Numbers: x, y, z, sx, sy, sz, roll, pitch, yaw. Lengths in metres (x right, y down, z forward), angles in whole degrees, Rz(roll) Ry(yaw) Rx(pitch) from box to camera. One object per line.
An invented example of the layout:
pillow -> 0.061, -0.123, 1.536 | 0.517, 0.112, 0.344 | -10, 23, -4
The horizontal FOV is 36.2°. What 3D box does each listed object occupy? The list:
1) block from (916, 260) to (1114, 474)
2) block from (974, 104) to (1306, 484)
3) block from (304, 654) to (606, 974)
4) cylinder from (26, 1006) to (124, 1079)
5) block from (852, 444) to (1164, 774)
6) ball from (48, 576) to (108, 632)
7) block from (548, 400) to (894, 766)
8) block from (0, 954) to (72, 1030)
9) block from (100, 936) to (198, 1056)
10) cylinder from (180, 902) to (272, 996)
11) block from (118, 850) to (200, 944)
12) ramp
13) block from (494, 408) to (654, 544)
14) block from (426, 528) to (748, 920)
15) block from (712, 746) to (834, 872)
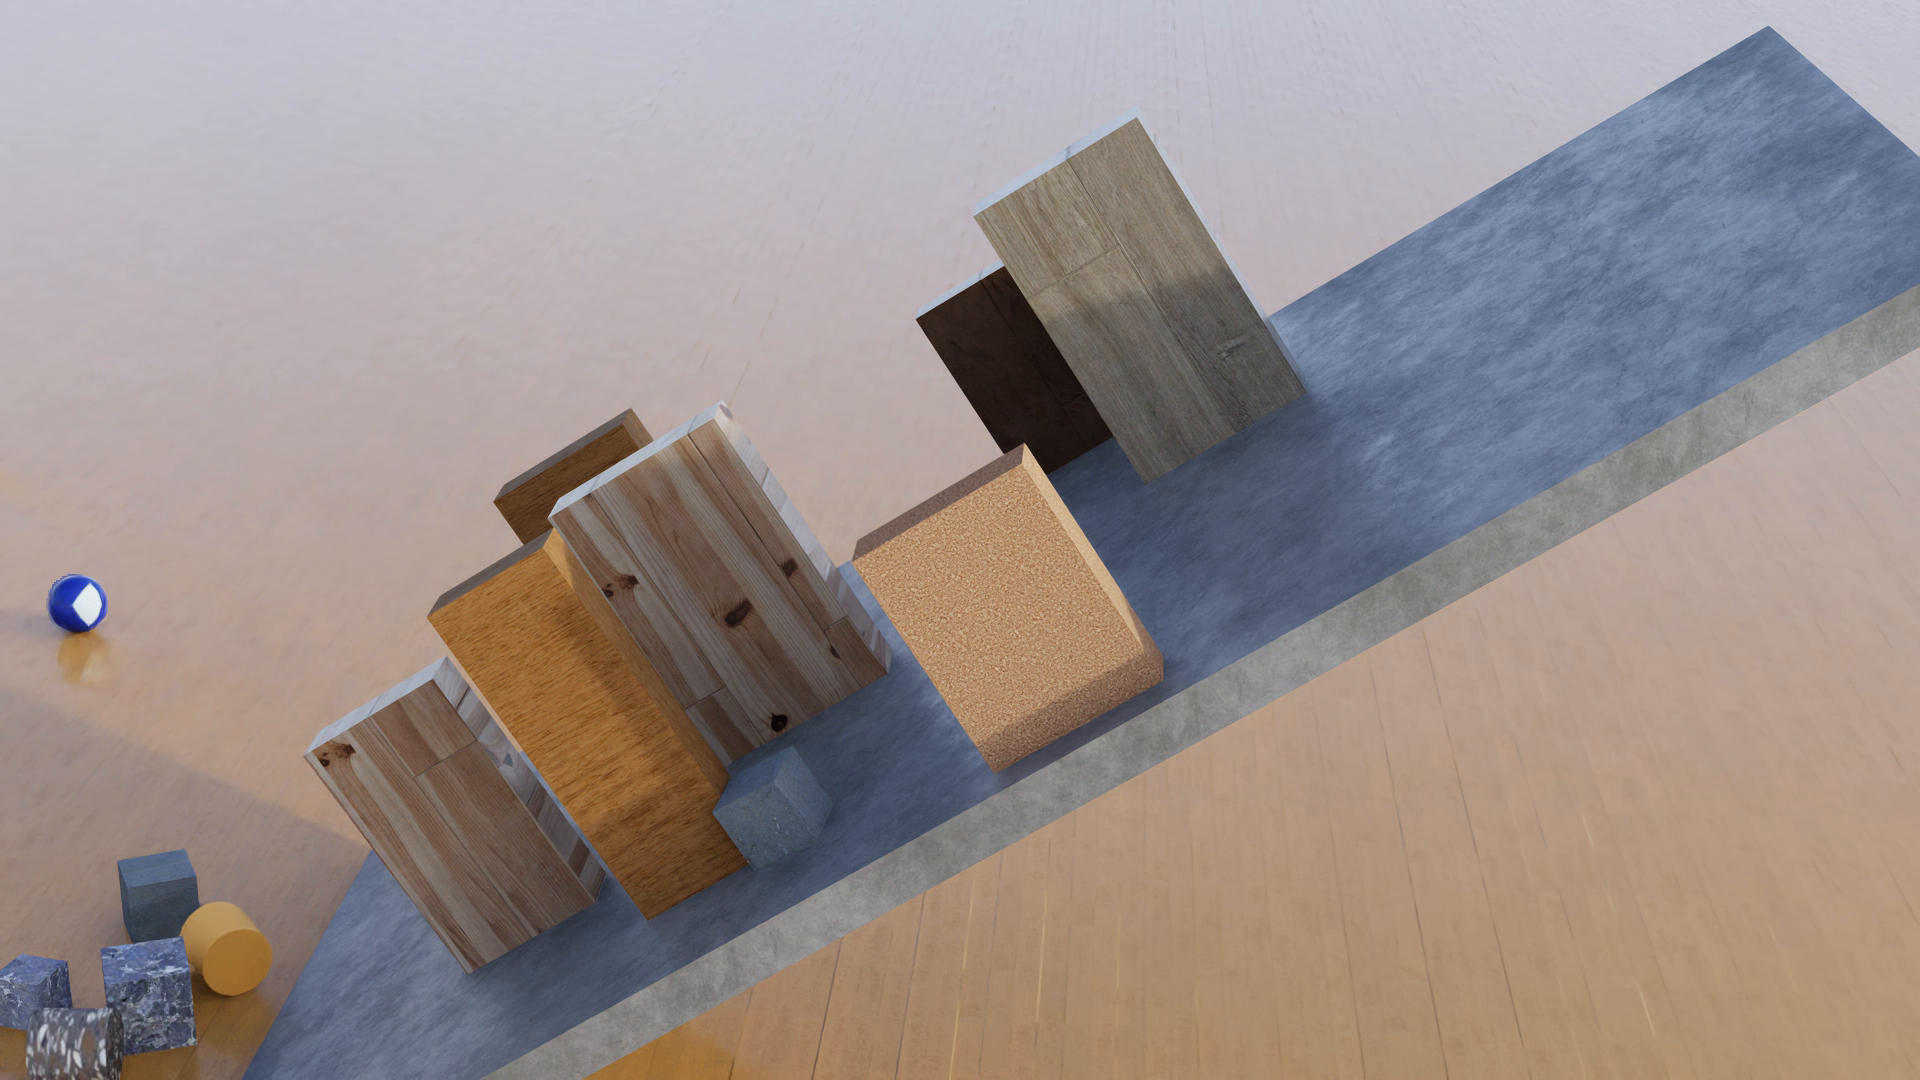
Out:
block -> 0.189, -0.428, 6.929 | 0.381, 0.486, 0.092 | -30, 15, 13
block -> 0.393, -0.526, 6.376 | 0.408, 0.708, 0.130 | -30, 15, 13
block -> -1.053, 0.578, 6.158 | 0.334, 0.587, 0.129 | -30, 15, 13
cylinder -> -1.991, 1.142, 6.622 | 0.175, 0.175, 0.175 | -1, 20, -3
block -> 0.090, 0.128, 5.382 | 0.363, 0.486, 0.120 | -30, 15, 13
ball -> -2.767, 0.200, 9.230 | 0.181, 0.181, 0.181 | 0, 20, 0
block -> -0.513, 0.099, 6.366 | 0.430, 0.675, 0.131 | -30, 15, 13
block -> -2.180, 1.065, 6.910 | 0.125, 0.125, 0.125 | 6, 21, 16
block -> -1.884, 1.060, 6.831 | 0.188, 0.188, 0.188 | -7, 21, -18
cylinder -> -1.766, 0.982, 7.074 | 0.171, 0.171, 0.171 | -12, 23, -30
block -> -1.994, 0.893, 7.327 | 0.166, 0.166, 0.166 | -8, 21, -22
ramp -> 0.141, 0.170, 6.292 | 4.000, 0.100, 2.000 | -30, 15, 13
block -> -0.751, 0.070, 6.966 | 0.369, 0.670, 0.126 | -30, 15, 13
block -> -0.703, 0.366, 5.767 | 0.276, 0.755, 0.117 | -30, 15, 13
block -> -0.364, 0.524, 5.744 | 0.149, 0.149, 0.149 | -28, 16, 22
